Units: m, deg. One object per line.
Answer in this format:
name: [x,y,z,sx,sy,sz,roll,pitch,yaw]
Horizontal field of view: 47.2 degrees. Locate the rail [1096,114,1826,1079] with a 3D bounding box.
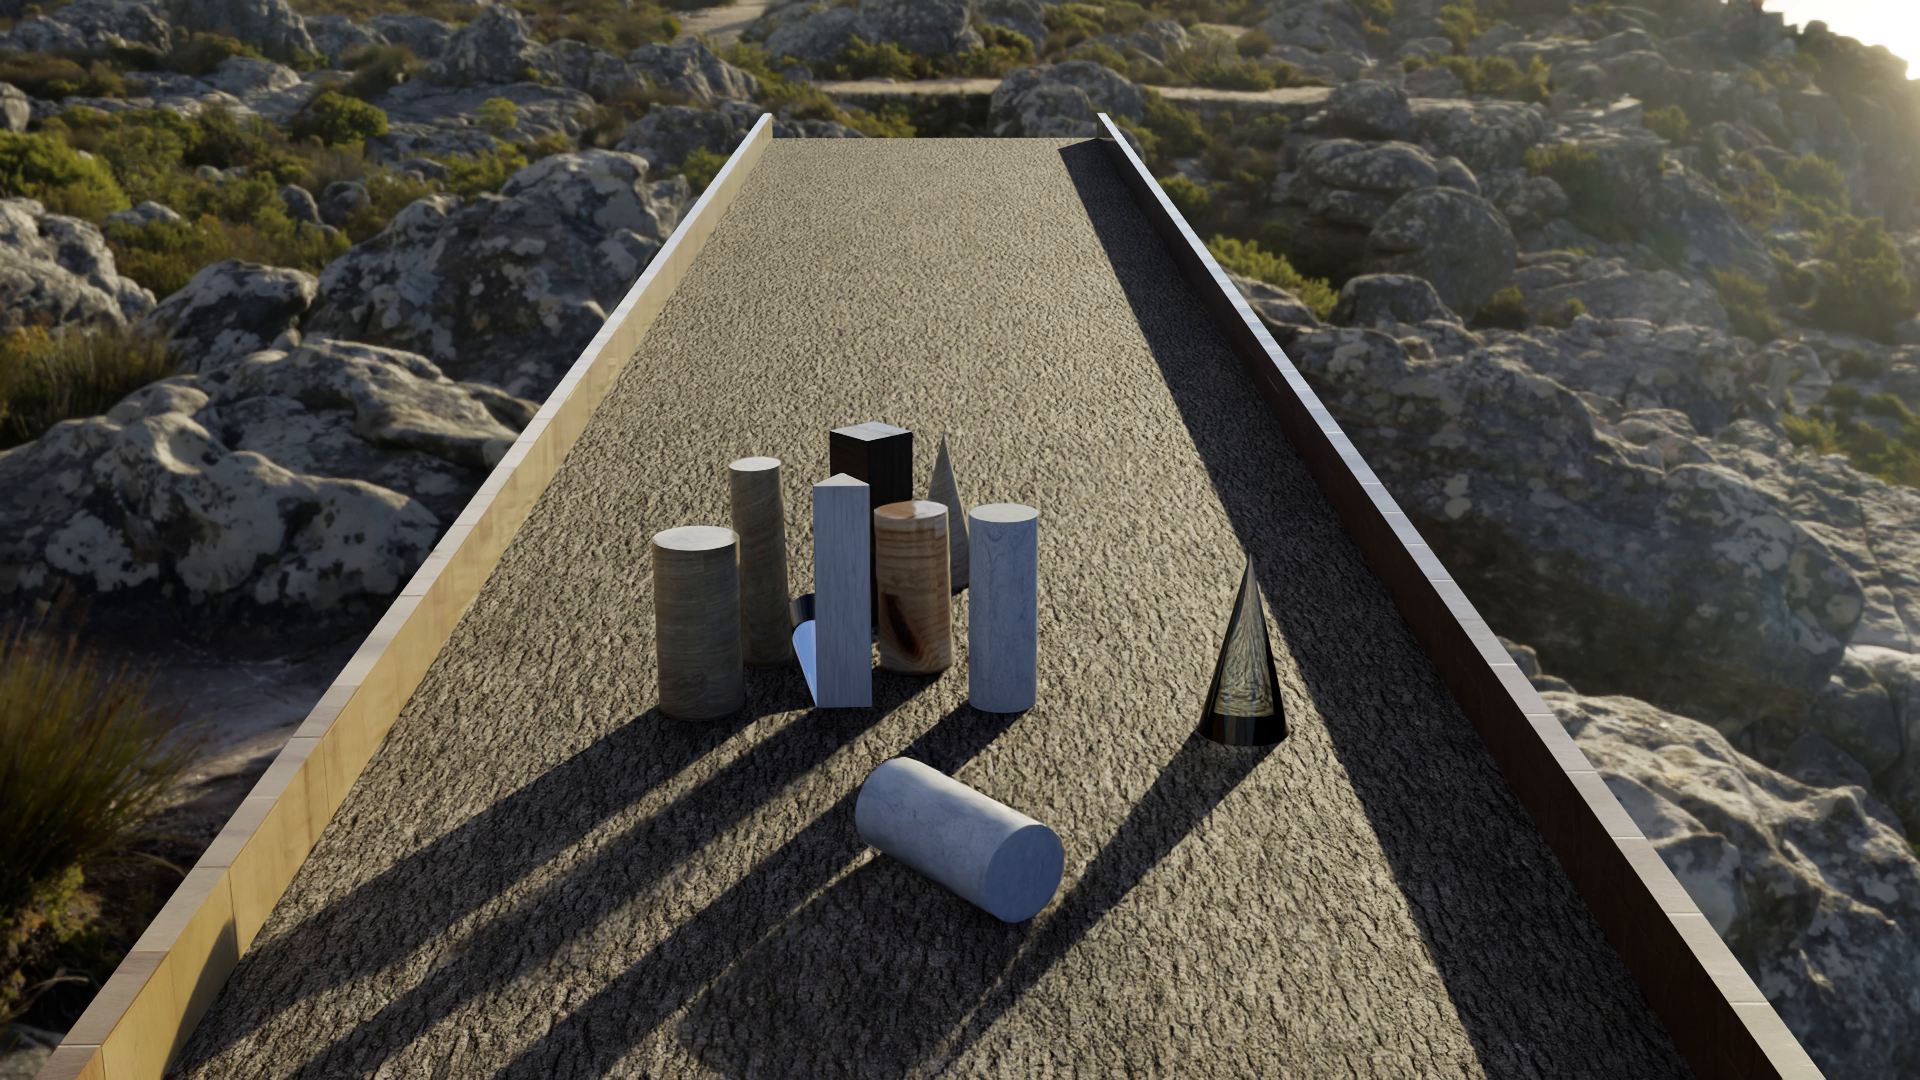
rail: [0.932,-0.844,7.801,0.050,0.150,12.000,0,17,-1]

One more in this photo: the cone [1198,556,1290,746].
cone: [0.522,0.185,4.004,0.168,0.342,0.168,0,17,0]

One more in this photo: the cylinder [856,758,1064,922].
cylinder: [-0.004,0.460,3.408,0.154,0.154,0.332,-12,21,-36]

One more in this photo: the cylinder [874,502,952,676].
cylinder: [-0.091,0.094,4.344,0.145,0.316,0.145,-2,15,0]

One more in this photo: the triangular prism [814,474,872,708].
triangular prism: [-0.220,0.095,4.145,0.103,0.434,0.089,-1,17,-2]

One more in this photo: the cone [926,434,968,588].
cone: [-0.036,-0.077,4.893,0.165,0.337,0.165,0,17,0]

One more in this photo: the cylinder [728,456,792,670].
cylinder: [-0.393,0.046,4.350,0.102,0.408,0.102,-2,17,1]

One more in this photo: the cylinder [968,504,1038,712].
cylinder: [0.081,0.128,4.142,0.130,0.373,0.130,0,17,0]

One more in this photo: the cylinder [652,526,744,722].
cylinder: [-0.490,0.155,4.122,0.161,0.332,0.161,0,17,0]

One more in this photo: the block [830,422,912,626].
block: [-0.186,-0.034,4.637,0.123,0.402,0.123,-15,22,-40]

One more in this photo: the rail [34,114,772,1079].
rail: [-1.118,-0.838,7.780,0.050,0.150,12.000,0,17,-1]

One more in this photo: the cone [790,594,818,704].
cone: [-0.285,0.239,4.323,0.117,0.117,0.357,-1,26,-4]
